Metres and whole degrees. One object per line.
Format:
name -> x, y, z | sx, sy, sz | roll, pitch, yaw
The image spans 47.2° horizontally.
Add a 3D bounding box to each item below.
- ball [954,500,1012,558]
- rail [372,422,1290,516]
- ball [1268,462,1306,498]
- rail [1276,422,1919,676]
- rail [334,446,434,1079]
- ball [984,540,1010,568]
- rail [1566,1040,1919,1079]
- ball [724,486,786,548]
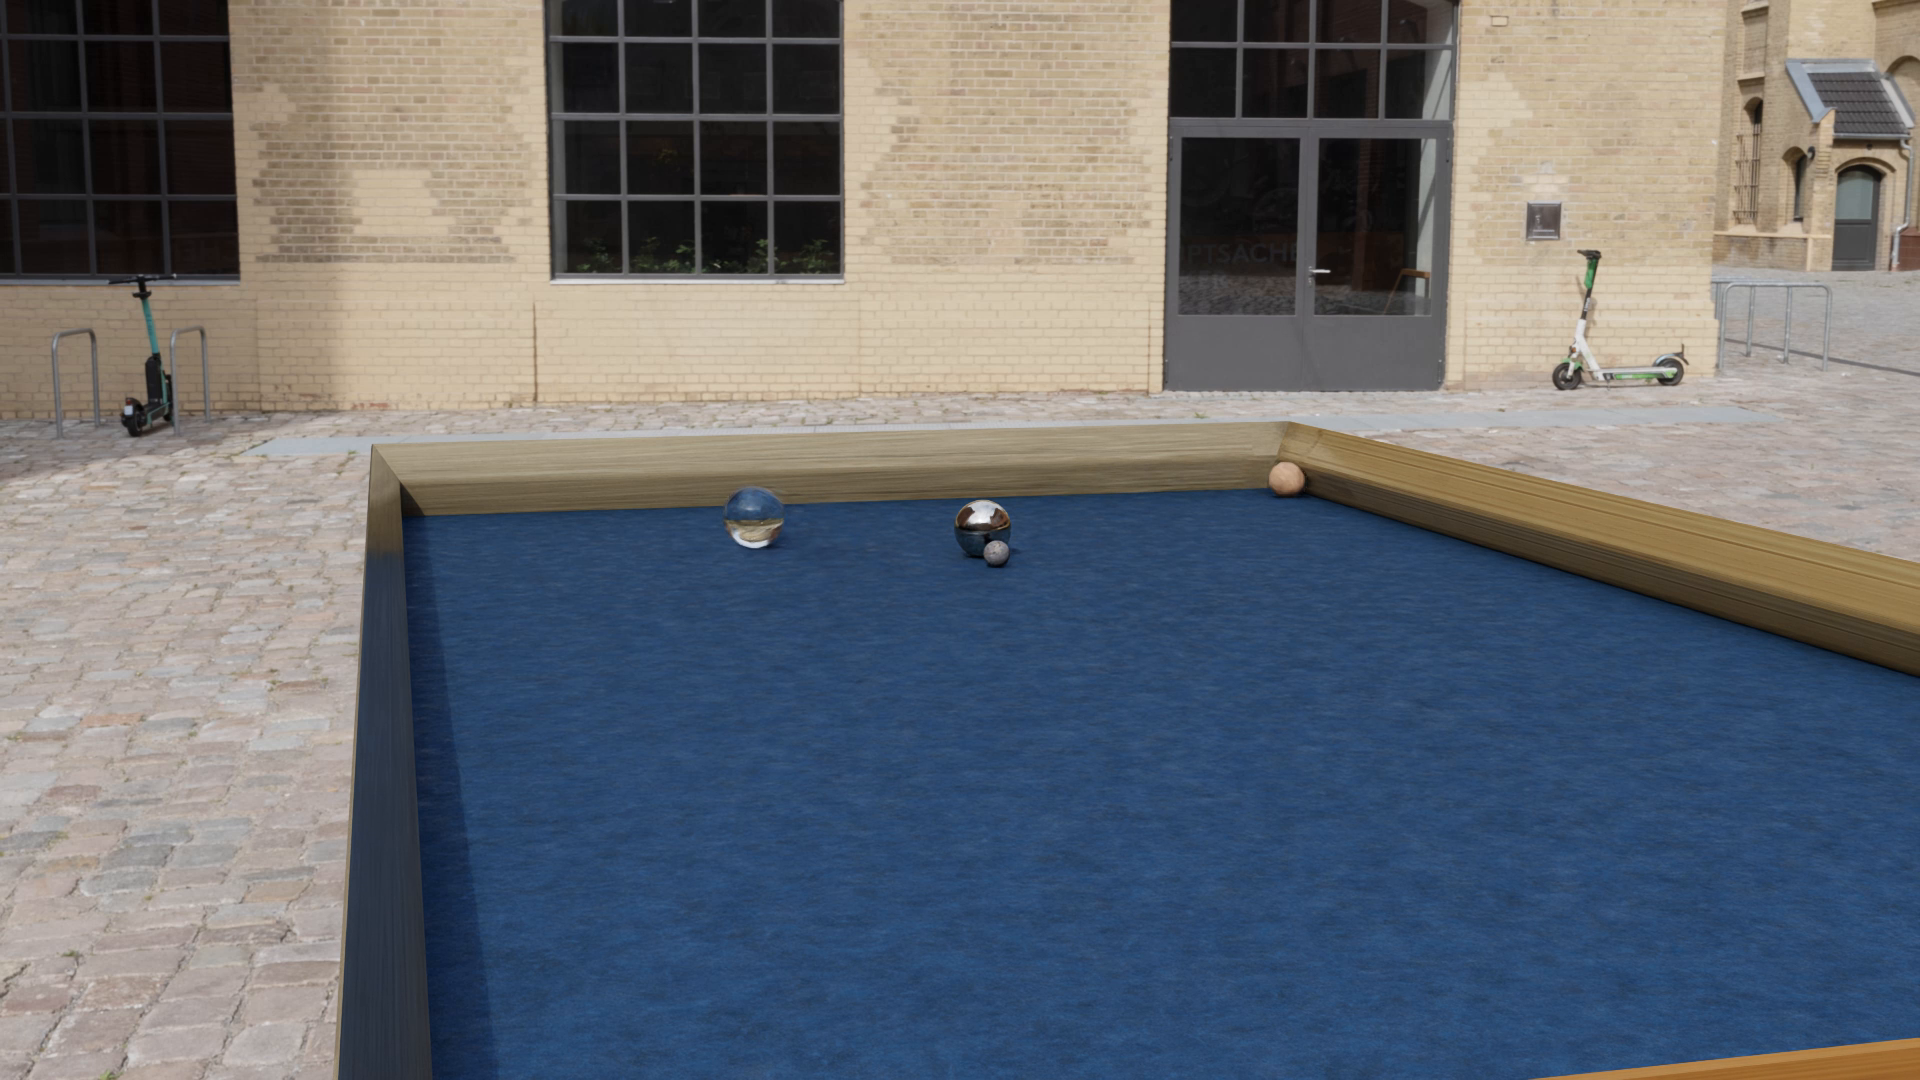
ball -> 0.035, -0.018, 3.413 | 0.090, 0.090, 0.090 | 0, 8, 0
rail -> -0.189, -0.133, 4.057 | 1.731, 0.128, 0.045 | -2, 9, -14
ball -> 0.614, -0.113, 4.136 | 0.068, 0.068, 0.068 | 0, 8, 0
rail -> 1.009, 0.052, 2.799 | 0.045, 0.128, 3.109 | -2, 9, -14
rail -> -0.620, 0.113, 2.382 | 0.045, 0.128, 3.109 | -2, 9, -14
ball -> 0.055, 0.021, 3.322 | 0.040, 0.040, 0.040 | 0, 8, 0
rail -> 0.578, 0.298, 1.124 | 1.731, 0.128, 0.045 | -2, 9, -14
ball -> -0.328, -0.036, 3.508 | 0.099, 0.099, 0.099 | 0, 8, 0
